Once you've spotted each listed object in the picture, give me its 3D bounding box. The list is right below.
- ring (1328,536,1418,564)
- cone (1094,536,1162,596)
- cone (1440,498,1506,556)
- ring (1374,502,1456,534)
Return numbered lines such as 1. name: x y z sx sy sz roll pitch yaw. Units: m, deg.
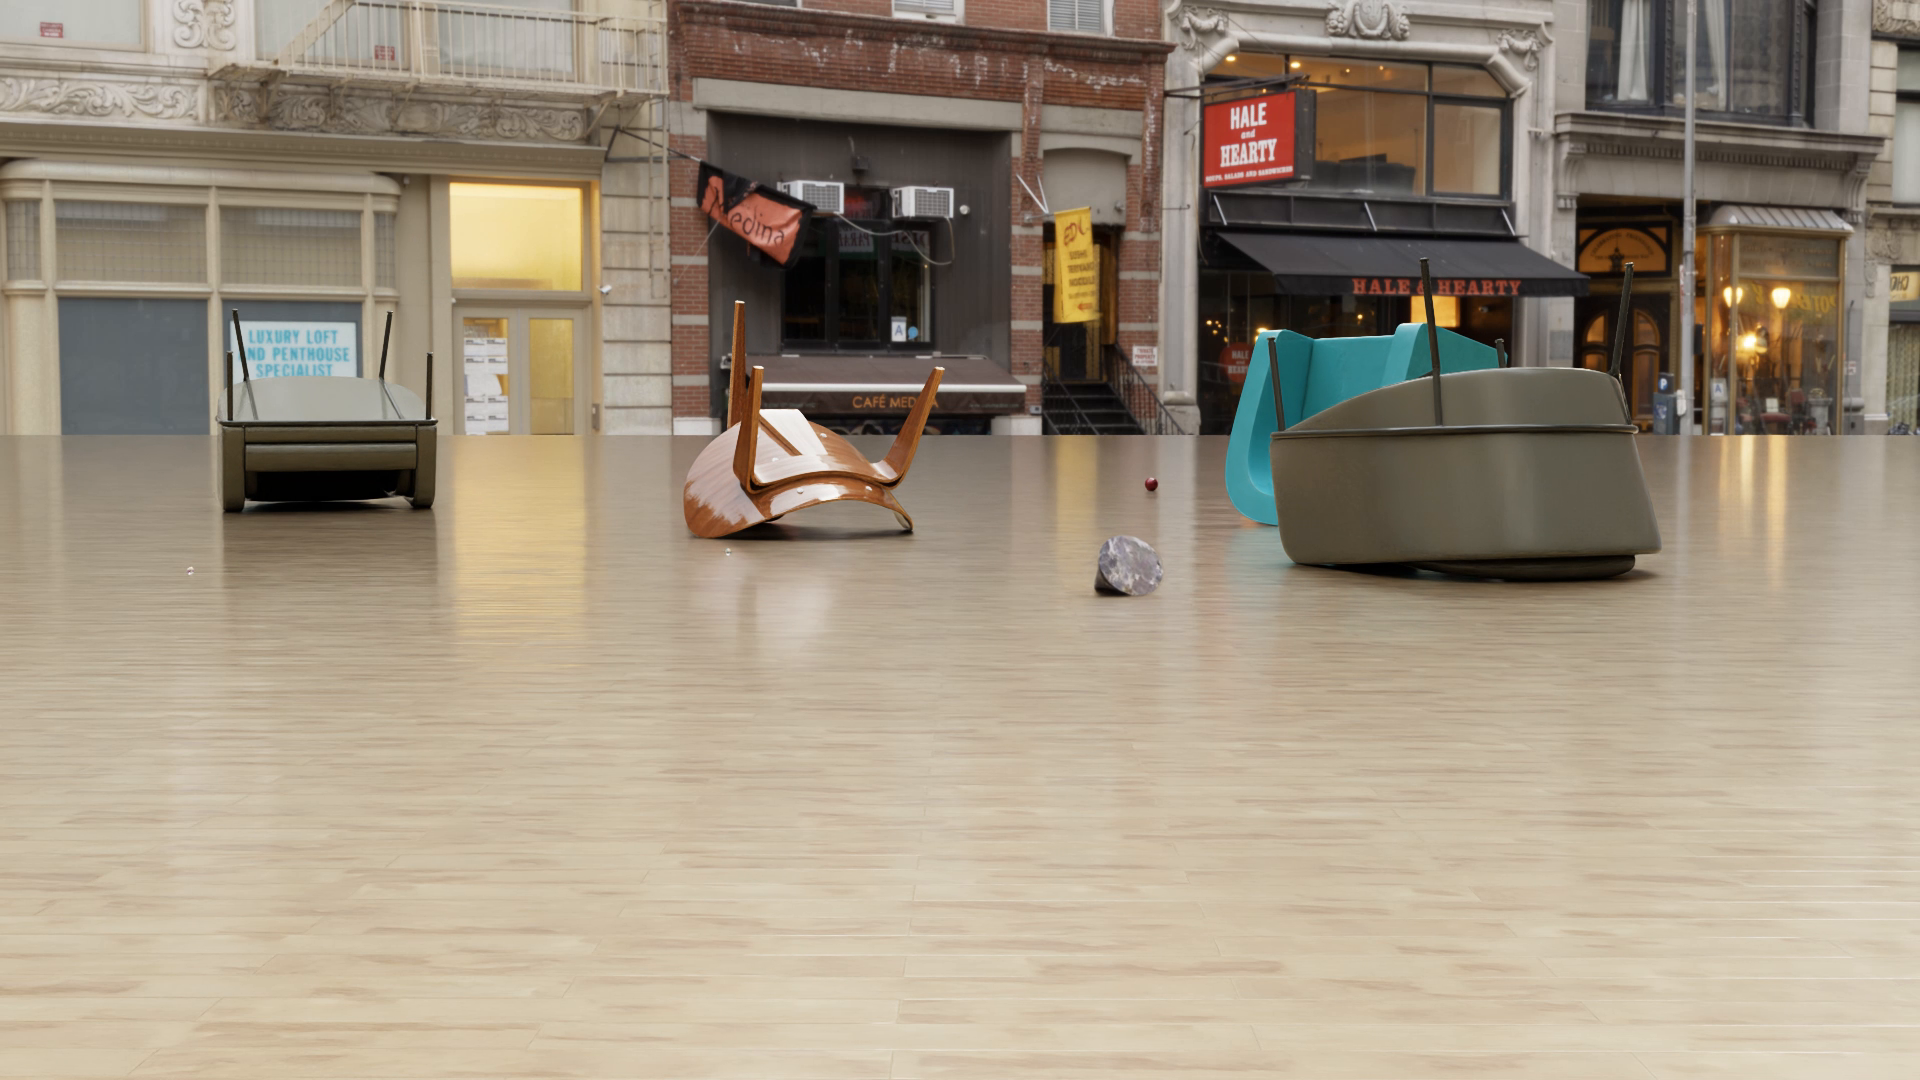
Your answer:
1. ring: 1.081 0.025 5.750 0.218 0.060 0.352 3 4 27
2. cone: 0.337 0.082 4.881 0.157 0.133 0.185 20 -24 -17
3. cone: 1.423 0.001 5.973 0.154 0.168 0.197 41 2 35
4. ring: 1.436 -0.071 6.917 0.264 0.092 0.272 0 5 -15
